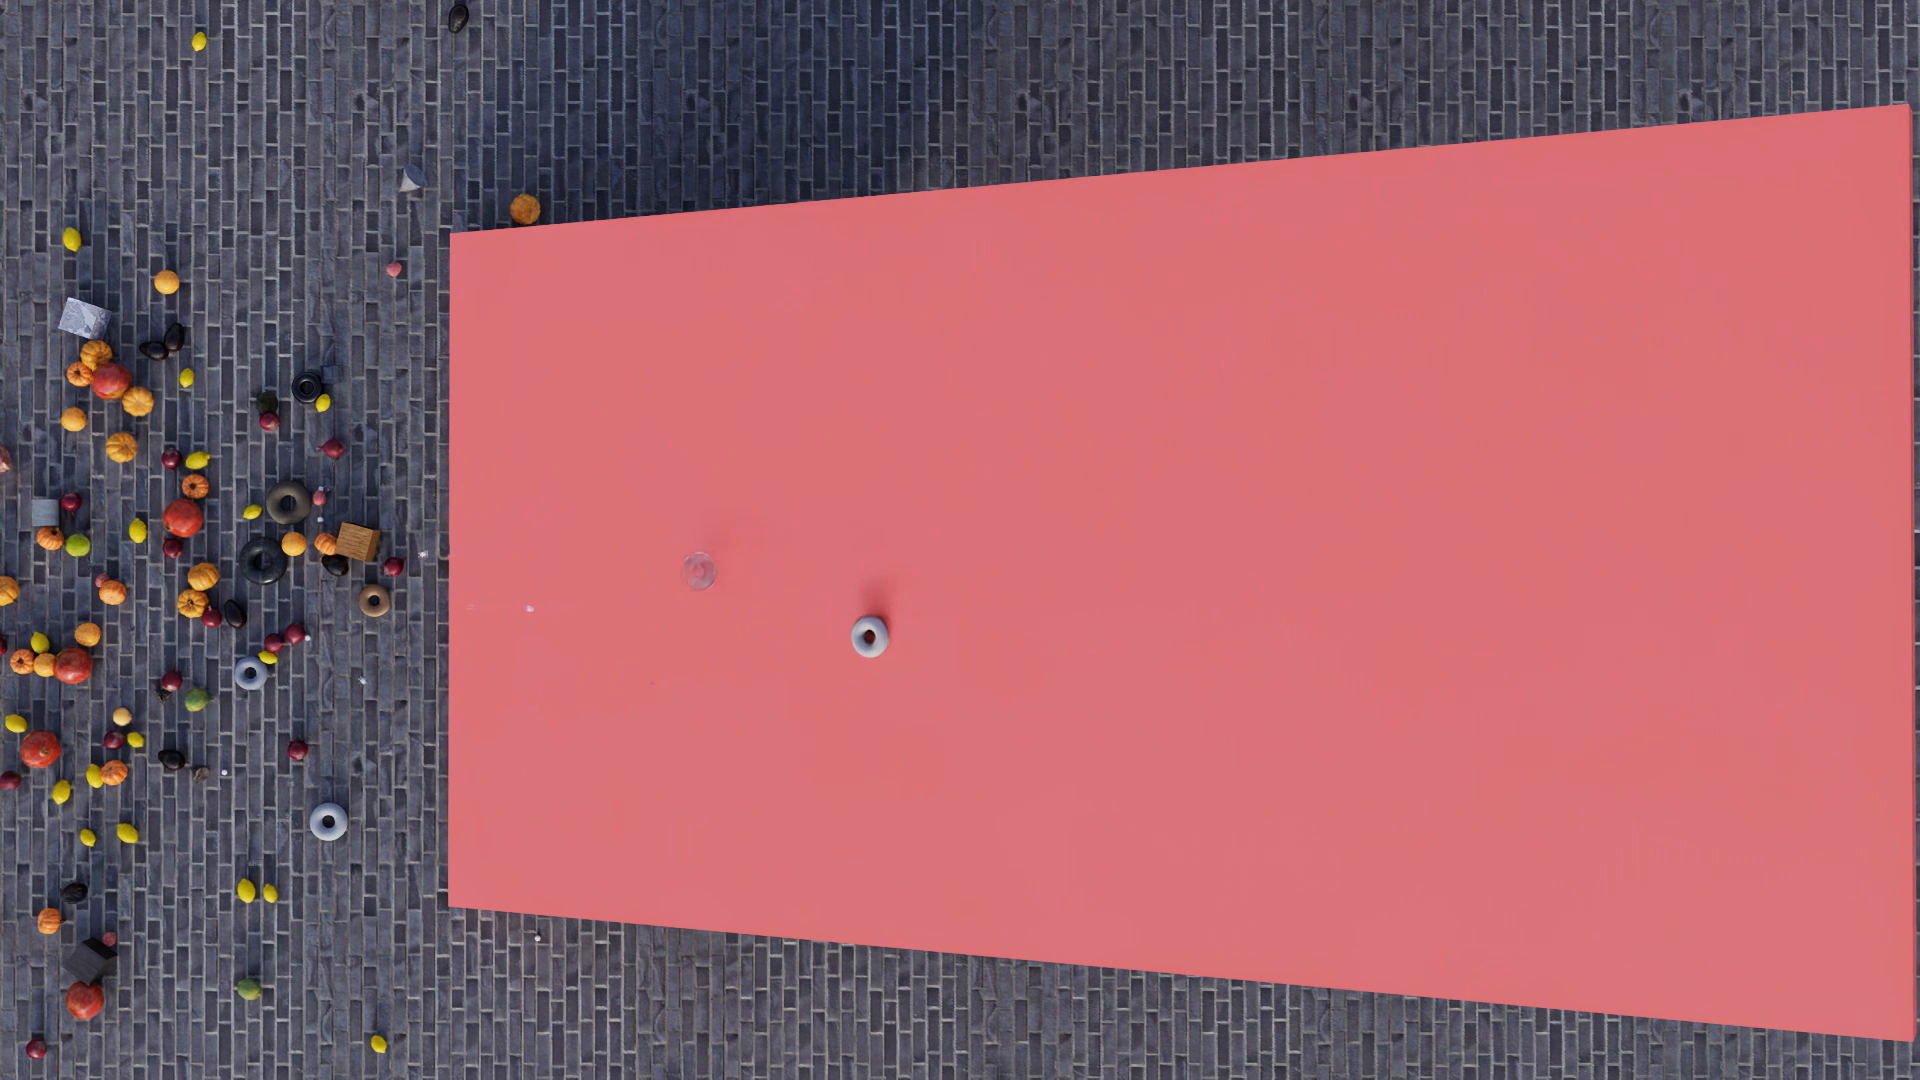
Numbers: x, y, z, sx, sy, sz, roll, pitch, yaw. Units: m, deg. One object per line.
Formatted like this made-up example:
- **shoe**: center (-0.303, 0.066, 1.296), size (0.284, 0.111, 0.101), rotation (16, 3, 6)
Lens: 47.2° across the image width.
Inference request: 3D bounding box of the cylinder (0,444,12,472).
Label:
- **cylinder**: center (-2.898, -0.236, 6.591), size (0.077, 0.077, 0.077), rotation (-23, 89, 0)

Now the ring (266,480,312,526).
- **ring**: center (-2.016, -0.112, 6.606), size (0.135, 0.045, 0.135), rotation (0, 90, -1)

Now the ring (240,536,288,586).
- **ring**: center (-2.091, 0.063, 6.602), size (0.147, 0.049, 0.147), rotation (0, 90, 1)

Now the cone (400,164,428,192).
- **cone**: center (-1.663, -1.071, 6.620), size (0.083, 0.083, 0.083), rotation (-35, 89, 26)

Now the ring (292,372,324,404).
- **ring**: center (-1.963, -0.458, 6.616), size (0.098, 0.033, 0.098), rotation (0, 91, 0)

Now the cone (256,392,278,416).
- **cone**: center (-2.090, -0.412, 6.596), size (0.071, 0.071, 0.071), rotation (0, 89, 0)

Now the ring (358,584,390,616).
- **ring**: center (-1.760, 0.181, 6.609), size (0.098, 0.033, 0.098), rotation (0, 90, 1)

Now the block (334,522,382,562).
- **block**: center (-1.801, 0.005, 6.579), size (0.096, 0.096, 0.096), rotation (16, 89, 0)

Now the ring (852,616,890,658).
- **ring**: center (-0.239, 0.257, 5.847), size (0.112, 0.037, 0.112), rotation (0, 91, 27)

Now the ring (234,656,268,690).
- **ring**: center (-2.130, 0.399, 6.606), size (0.103, 0.034, 0.103), rotation (0, 88, 1)

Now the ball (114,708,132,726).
- **ball**: center (-2.513, 0.531, 6.596), size (0.051, 0.051, 0.051), rotation (0, 89, 0)

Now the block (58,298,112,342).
- **block**: center (-2.619, -0.660, 6.585), size (0.098, 0.098, 0.098), rotation (19, 89, 0)

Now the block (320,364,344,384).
- **block**: center (-1.887, -0.497, 6.606), size (0.052, 0.052, 0.052), rotation (-5, 89, 0)

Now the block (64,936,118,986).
- **block**: center (-2.595, 1.257, 6.567), size (0.093, 0.093, 0.093), rotation (36, 90, 0)

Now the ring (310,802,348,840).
- **ring**: center (-1.894, 0.845, 6.599), size (0.115, 0.038, 0.115), rotation (0, 88, 1)

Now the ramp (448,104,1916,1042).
- **ramp**: center (0.277, 0.078, 5.657), size (4.000, 0.100, 2.000), rotation (0, 89, 28)

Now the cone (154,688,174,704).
- **cone**: center (-2.385, 0.460, 6.611), size (0.053, 0.053, 0.053), rotation (-32, 89, -27)

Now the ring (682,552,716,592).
- **ring**: center (-0.723, 0.088, 6.102), size (0.108, 0.036, 0.108), rotation (0, 91, 27)

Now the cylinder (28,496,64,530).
- **cylinder**: center (-2.740, -0.082, 6.589), size (0.078, 0.078, 0.078), rotation (-12, 108, 0)
